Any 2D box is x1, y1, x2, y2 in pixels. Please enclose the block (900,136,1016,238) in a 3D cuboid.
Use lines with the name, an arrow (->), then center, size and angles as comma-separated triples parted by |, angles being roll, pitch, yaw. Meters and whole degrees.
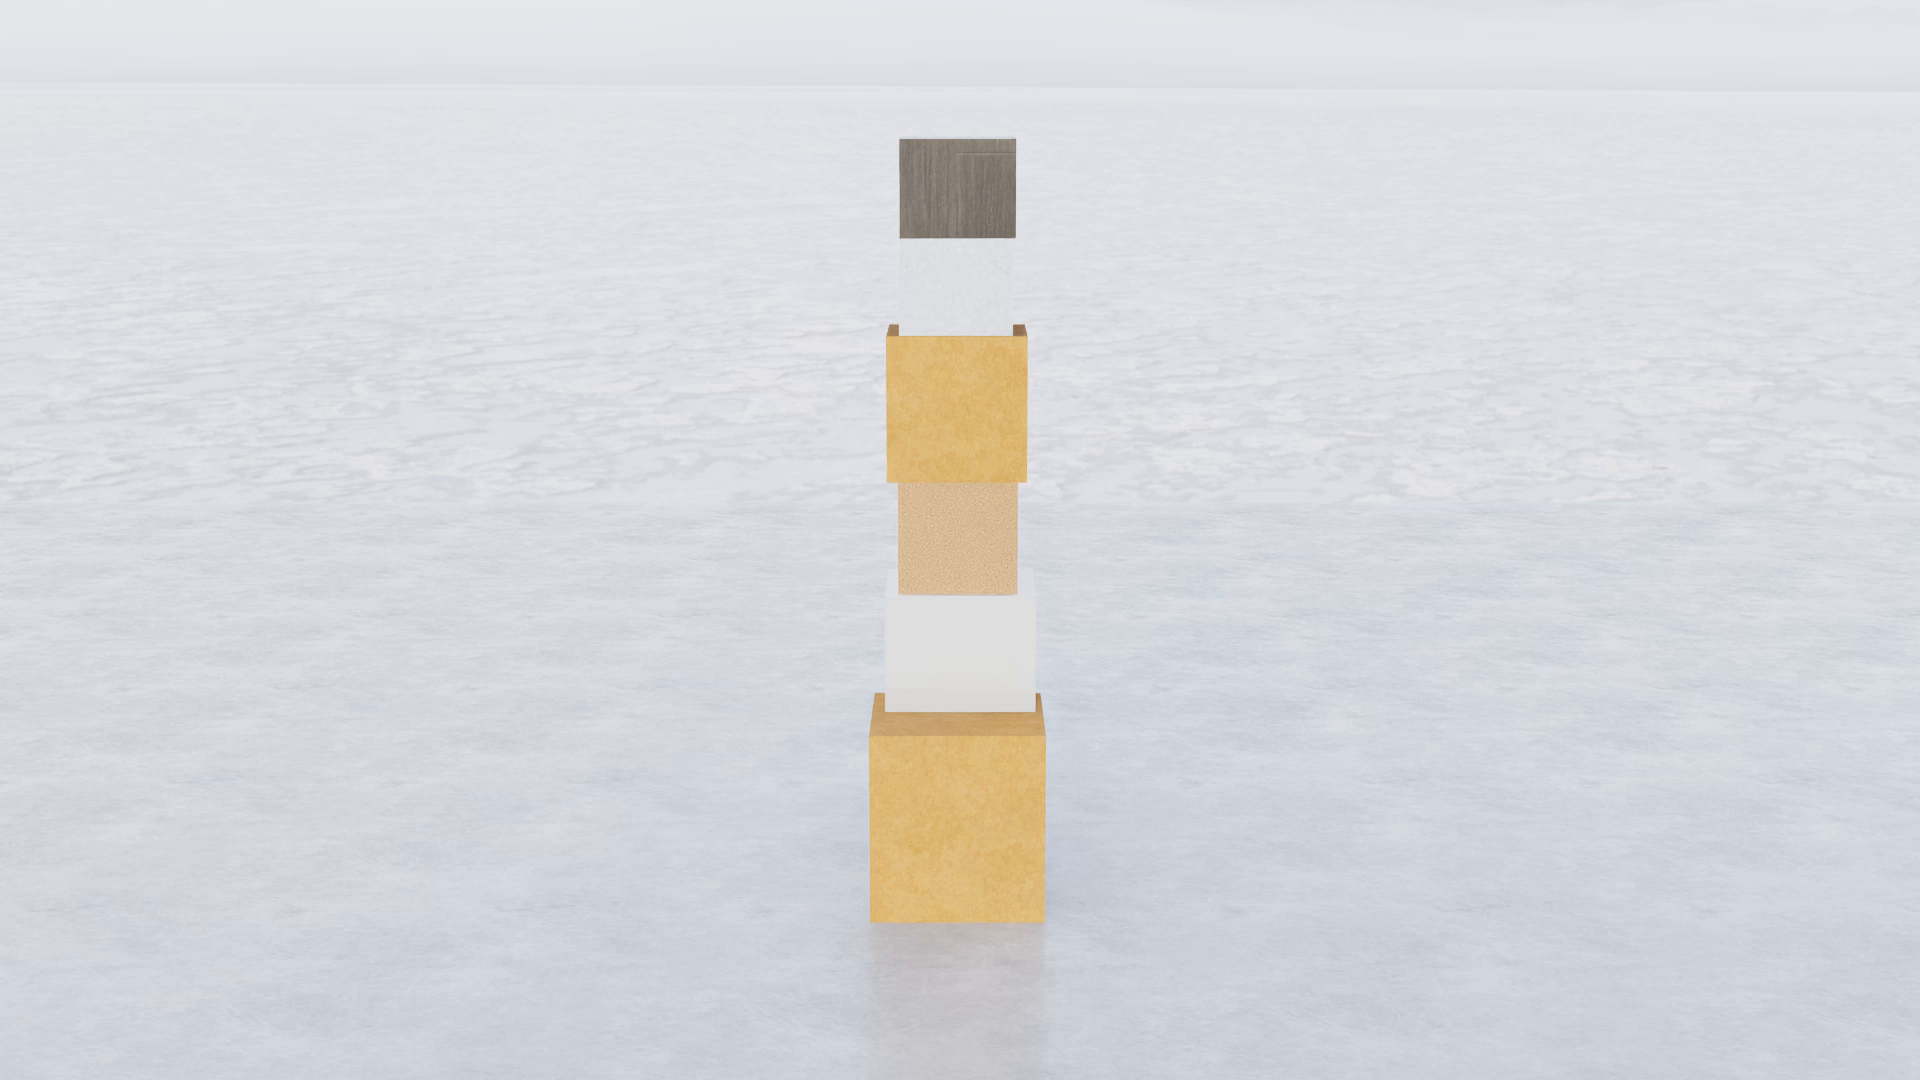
block -> -0.009, -1.503, 10.907 | 0.487, 0.411, 0.432 | 0, 10, 0

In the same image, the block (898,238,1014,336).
block -> -0.017, -1.101, 10.980 | 0.479, 0.406, 0.479 | 0, 10, 0

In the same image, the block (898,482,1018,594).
block -> -0.009, -0.053, 11.171 | 0.509, 0.482, 0.525 | 0, 10, 0

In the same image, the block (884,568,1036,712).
block -> 0.001, 0.433, 11.259 | 0.644, 0.506, 0.618 | 0, 10, 0

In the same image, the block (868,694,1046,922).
block -> -0.010, 1.140, 11.042 | 0.732, 0.807, 0.744 | 0, 10, 0

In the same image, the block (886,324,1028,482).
block -> -0.013, -0.596, 11.072 | 0.595, 0.621, 0.535 | 0, 10, 0
